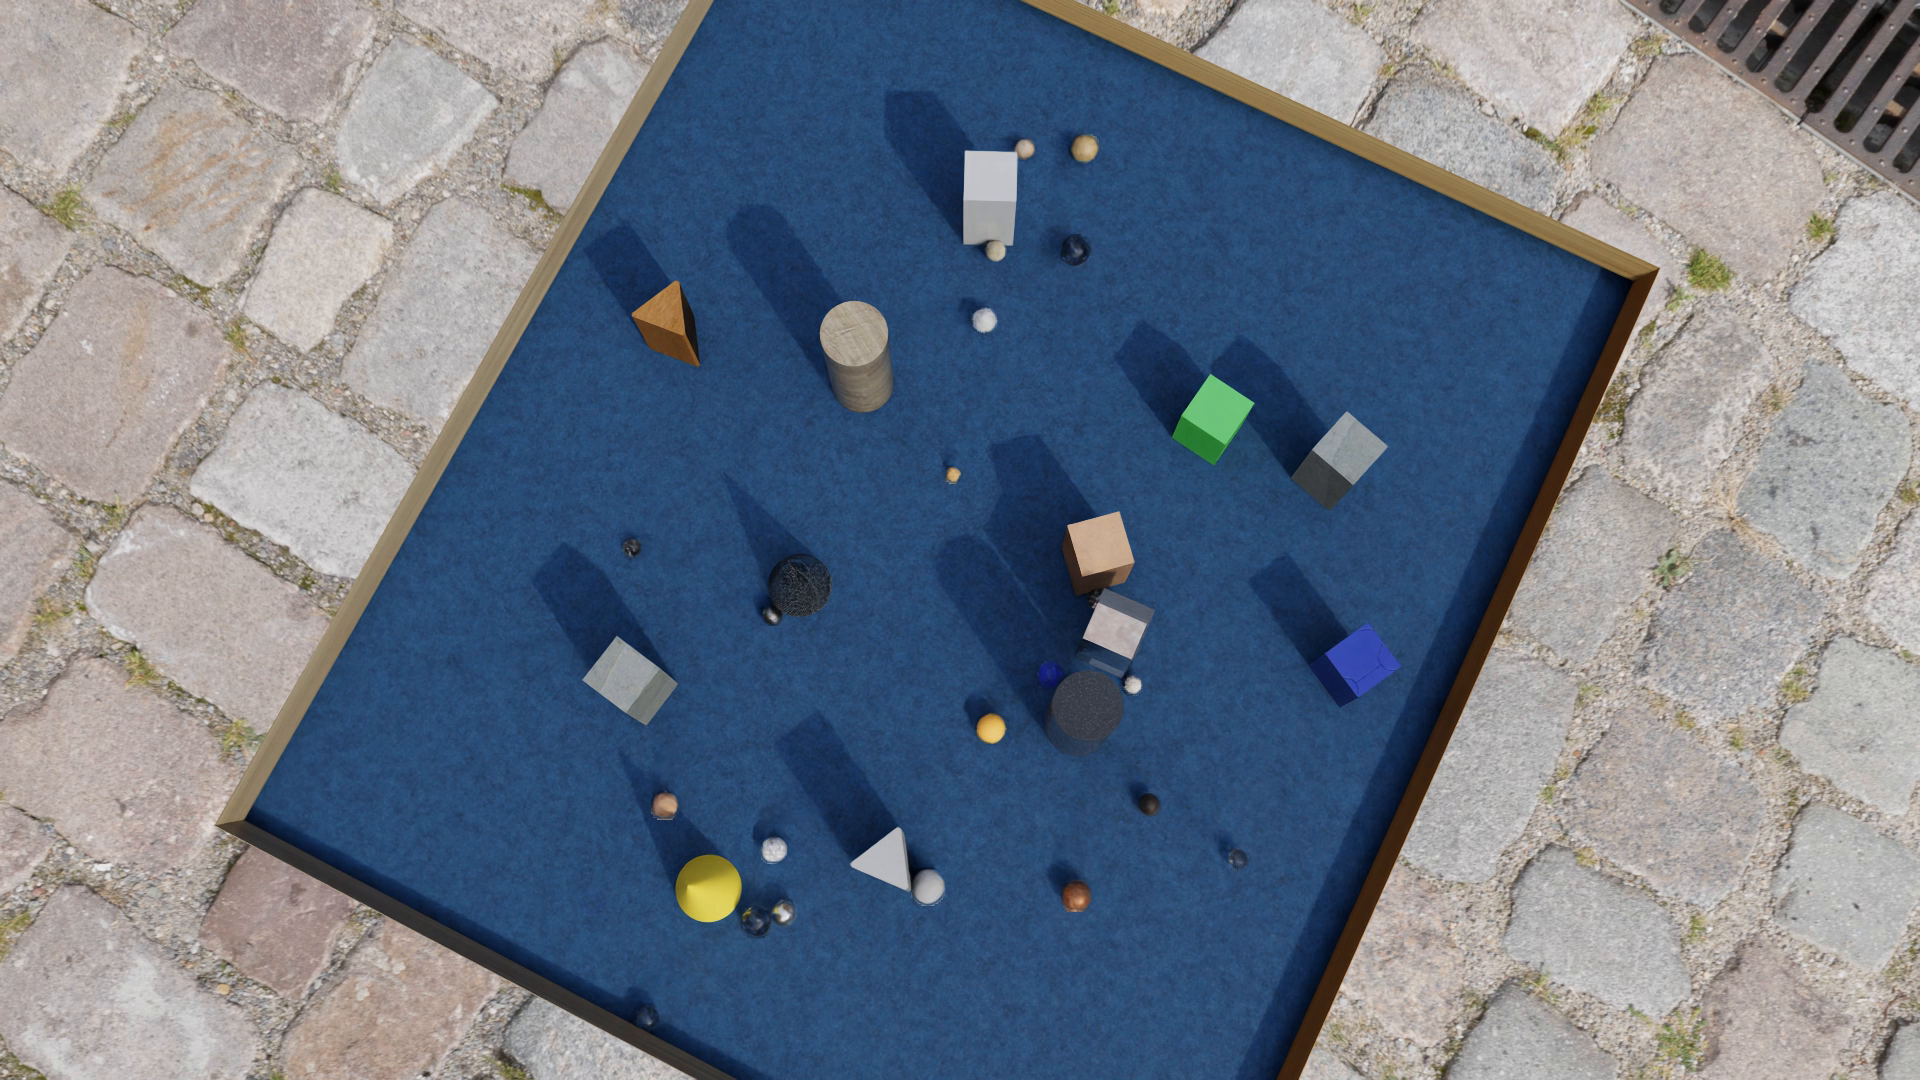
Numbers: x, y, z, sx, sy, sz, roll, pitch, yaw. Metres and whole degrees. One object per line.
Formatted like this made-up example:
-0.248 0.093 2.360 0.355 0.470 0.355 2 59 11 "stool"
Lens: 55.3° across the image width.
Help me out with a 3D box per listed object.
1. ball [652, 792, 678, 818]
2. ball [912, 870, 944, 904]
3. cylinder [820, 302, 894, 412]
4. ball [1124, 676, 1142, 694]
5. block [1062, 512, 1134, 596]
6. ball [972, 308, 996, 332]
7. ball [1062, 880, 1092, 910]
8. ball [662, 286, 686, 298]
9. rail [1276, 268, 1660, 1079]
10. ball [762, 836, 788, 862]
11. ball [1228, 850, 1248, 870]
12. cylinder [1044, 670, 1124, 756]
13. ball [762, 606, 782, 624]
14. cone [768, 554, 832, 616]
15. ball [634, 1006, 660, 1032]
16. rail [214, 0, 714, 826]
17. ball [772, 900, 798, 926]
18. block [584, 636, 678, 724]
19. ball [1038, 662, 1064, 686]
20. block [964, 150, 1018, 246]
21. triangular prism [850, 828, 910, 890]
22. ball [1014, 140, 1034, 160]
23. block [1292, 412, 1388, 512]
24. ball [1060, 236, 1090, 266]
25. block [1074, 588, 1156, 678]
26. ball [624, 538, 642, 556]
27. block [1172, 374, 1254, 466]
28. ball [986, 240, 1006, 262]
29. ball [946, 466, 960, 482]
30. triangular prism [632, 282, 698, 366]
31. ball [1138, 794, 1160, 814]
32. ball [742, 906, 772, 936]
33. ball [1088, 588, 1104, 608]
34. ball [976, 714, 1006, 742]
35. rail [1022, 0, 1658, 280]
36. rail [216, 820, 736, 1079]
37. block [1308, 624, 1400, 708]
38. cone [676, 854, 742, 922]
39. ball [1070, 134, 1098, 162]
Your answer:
-0.872 0.784 5.415 0.076 0.076 0.076 0 78 0 "ball"
-0.094 1.012 5.357 0.098 0.098 0.098 0 78 0 "ball"
-0.303 -0.541 5.479 0.196 0.488 0.196 0 78 0 "cylinder"
0.519 0.434 5.500 0.051 0.051 0.051 0 78 0 "ball"
0.407 0.044 5.445 0.157 0.319 0.157 -15 79 -3 "block"
0.075 -0.685 5.719 0.077 0.077 0.077 0 78 0 "ball"
0.342 1.039 5.357 0.087 0.087 0.087 0 78 0 "ball"
-0.899 -0.757 5.732 0.080 0.080 0.080 0 78 0 "ball"
1.369 0.677 5.410 0.045 0.127 3.461 26 80 5 "rail"
-0.546 0.910 5.390 0.075 0.075 0.075 0 78 0 "ball"
0.820 0.940 5.393 0.058 0.058 0.058 0 78 0 "ball"
0.352 0.504 5.270 0.196 0.474 0.196 0 78 0 "cylinder"
-0.570 0.226 5.540 0.058 0.058 0.058 0 78 0 "ball"
-0.488 0.102 5.410 0.196 0.363 0.196 0 78 0 "cone"
-0.906 1.382 5.293 0.074 0.074 0.074 0 78 0 "ball"
-1.369 -0.664 5.688 0.045 0.127 3.461 26 80 5 "rail"
-0.513 1.091 5.352 0.076 0.076 0.076 0 78 0 "ball"
-0.958 0.415 5.354 0.157 0.347 0.157 36 81 7 "block"
0.271 0.402 5.494 0.077 0.077 0.077 0 78 0 "ball"
0.091 -1.049 5.647 0.157 0.365 0.157 2 78 0 "block"
-0.196 0.900 5.246 0.170 0.361 0.147 22 79 4 "triangular prism"
0.206 -1.246 5.843 0.062 0.062 0.062 0 78 0 "ball"
1.131 -0.231 5.486 0.157 0.349 0.157 42 81 8 "block"
0.362 -0.908 5.756 0.095 0.095 0.095 0 78 0 "ball"
0.449 0.276 5.361 0.157 0.388 0.157 24 79 5 "block"
-0.998 0.023 5.583 0.056 0.056 0.056 0 78 0 "ball"
0.766 -0.362 5.563 0.157 0.253 0.157 34 80 7 "block"
0.112 -0.910 5.772 0.065 0.065 0.065 0 78 0 "ball"
-0.021 -0.203 5.636 0.044 0.044 0.044 0 78 0 "ball"
-0.868 -0.672 5.595 0.170 0.316 0.147 21 79 4 "triangular prism"
0.559 0.781 5.423 0.062 0.062 0.062 0 78 0 "ball"
-0.593 1.111 5.341 0.089 0.089 0.089 0 78 0 "ball"
0.417 0.178 5.548 0.063 0.063 0.063 0 78 0 "ball"
0.094 0.560 5.456 0.087 0.087 0.087 0 78 0 "ball"
0.763 -1.488 5.859 3.109 0.127 0.045 26 80 5 "rail"
-0.763 1.502 5.240 3.109 0.127 0.045 26 80 5 "rail"
1.162 0.371 5.408 0.157 0.258 0.157 -34 80 -7 "block"
-0.741 0.984 5.197 0.196 0.423 0.196 0 78 0 "cone"
0.396 -1.245 5.829 0.088 0.088 0.088 0 78 0 "ball"
